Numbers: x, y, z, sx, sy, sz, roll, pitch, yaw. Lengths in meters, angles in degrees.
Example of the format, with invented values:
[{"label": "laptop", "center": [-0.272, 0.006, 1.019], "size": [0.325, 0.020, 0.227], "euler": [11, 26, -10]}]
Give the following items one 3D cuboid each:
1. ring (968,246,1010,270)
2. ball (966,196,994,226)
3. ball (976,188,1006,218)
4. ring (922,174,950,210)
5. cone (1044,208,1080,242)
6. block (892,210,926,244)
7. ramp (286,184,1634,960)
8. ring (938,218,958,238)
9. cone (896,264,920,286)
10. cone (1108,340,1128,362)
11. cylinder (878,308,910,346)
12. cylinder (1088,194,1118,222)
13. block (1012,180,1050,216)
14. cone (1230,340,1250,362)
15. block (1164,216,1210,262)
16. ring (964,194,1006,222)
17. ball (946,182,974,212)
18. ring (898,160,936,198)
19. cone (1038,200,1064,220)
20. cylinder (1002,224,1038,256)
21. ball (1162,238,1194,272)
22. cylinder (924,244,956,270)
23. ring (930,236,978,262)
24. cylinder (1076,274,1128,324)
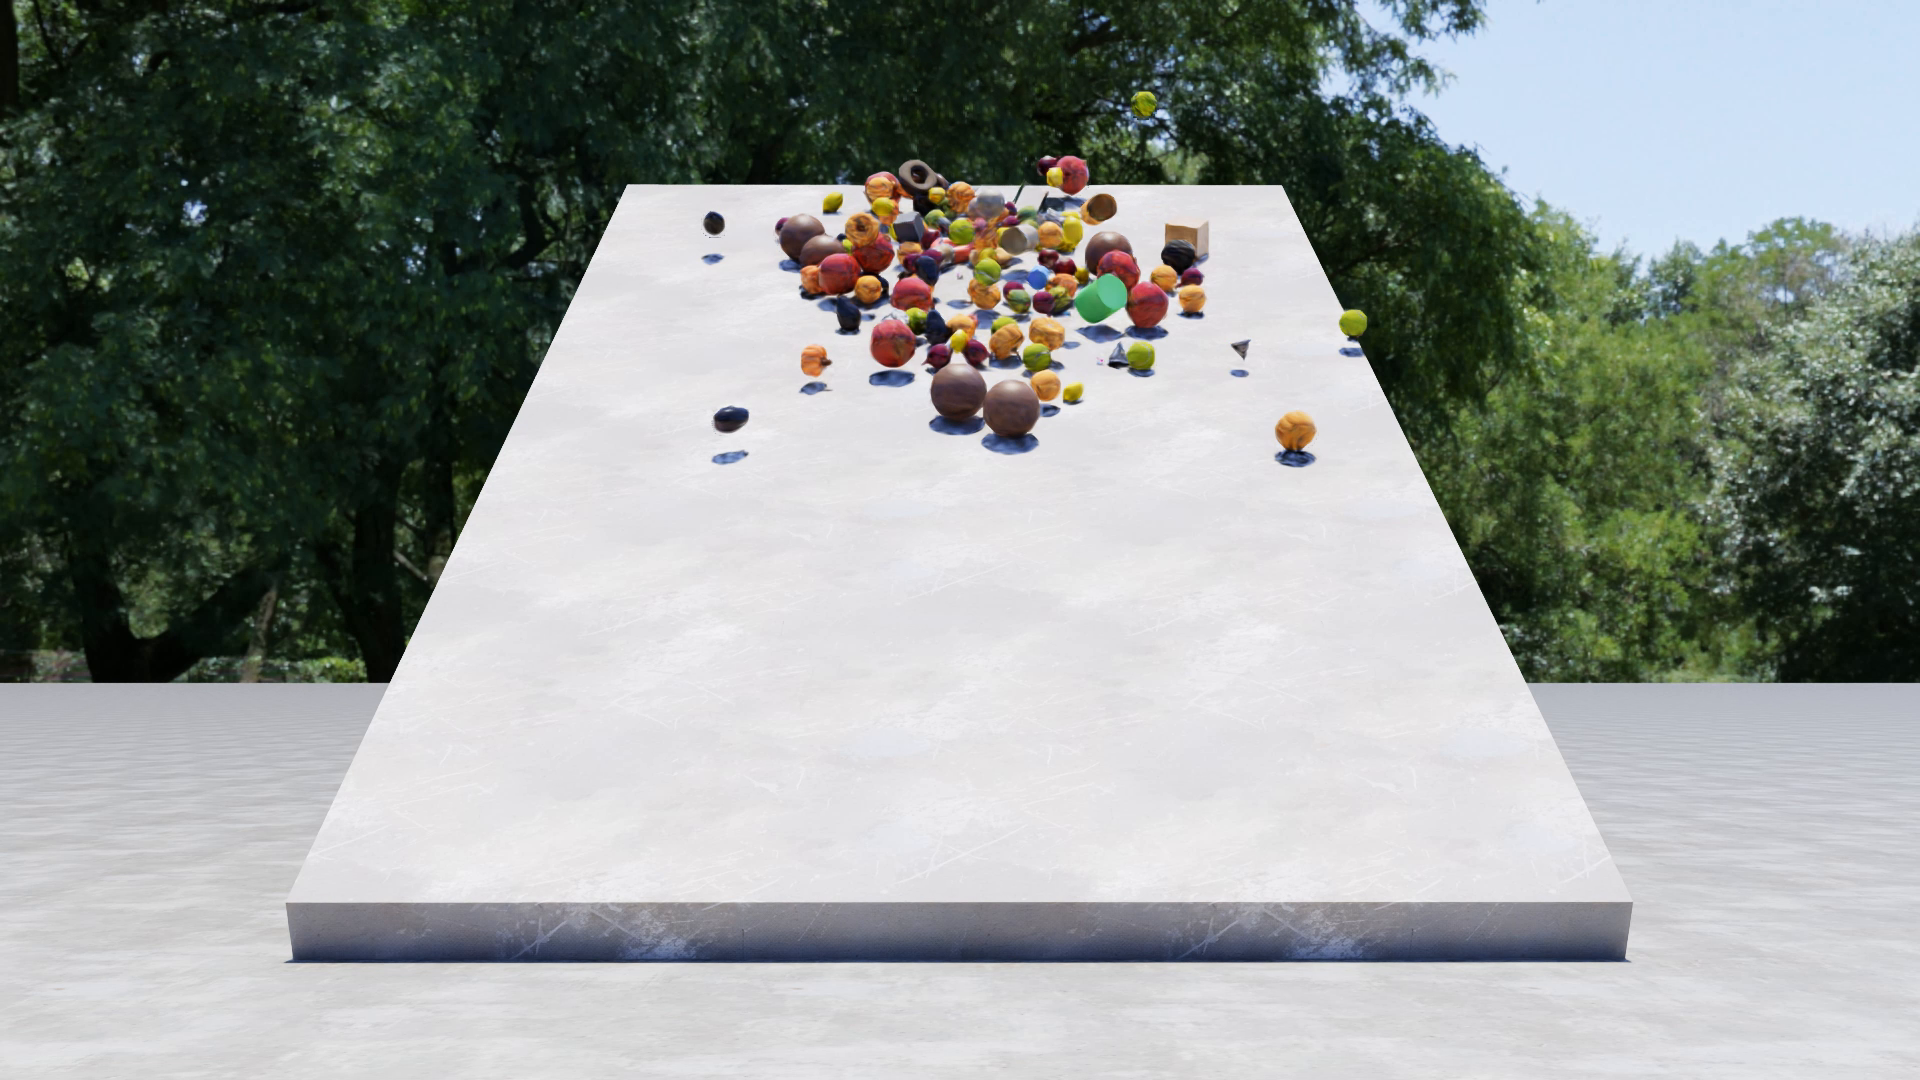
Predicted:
[{"label": "ring", "center": [0.081, -0.771, 6.352], "size": [0.117, 0.039, 0.117], "euler": [0, 27, 0]}, {"label": "ball", "center": [0.059, -0.907, 6.404], "size": [0.081, 0.081, 0.081], "euler": [0, -3, 0]}, {"label": "ball", "center": [0.083, -0.910, 6.284], "size": [0.082, 0.082, 0.082], "euler": [0, -3, 0]}, {"label": "ring", "center": [-0.073, -1.021, 6.821], "size": [0.036, 0.108, 0.108], "euler": [0, -2, -44]}, {"label": "cone", "center": [0.293, -0.879, 6.511], "size": [0.097, 0.097, 0.097], "euler": [7, -2, 11]}, {"label": "block", "center": [-0.139, -0.853, 6.349], "size": [0.062, 0.062, 0.062], "euler": [-7, 31, 21]}, {"label": "ramp", "center": [-0.008, -0.228, 5.298], "size": [2.000, 0.100, 4.000], "euler": [0, 24, 0]}, {"label": "ring", "center": [-0.035, -0.866, 6.487], "size": [0.026, 0.078, 0.078], "euler": [-35, 4, -11]}, {"label": "cone", "center": [-0.145, -0.702, 6.186], "size": [0.060, 0.060, 0.060], "euler": [-2, -4, 28]}, {"label": "cone", "center": [0.385, -0.458, 5.615], "size": [0.053, 0.053, 0.053], "euler": [6, 10, -1]}, {"label": "cylinder", "center": [-0.163, -0.524, 5.732], "size": [0.067, 0.067, 0.067], "euler": [1, -44, -17]}, {"label": "cylinder", "center": [0.370, -0.867, 6.057], "size": [0.070, 0.070, 0.070], "euler": [0, 7, -5]}, {"label": "block", "center": [0.205, -0.991, 6.740], "size": [0.073, 0.073, 0.073], "euler": [25, 8, -11]}, {"label": "cone", "center": [0.678, -0.451, 5.578], "size": [0.051, 0.051, 0.051], "euler": [-14, 6, 1]}, {"label": "block", "center": [0.627, -0.834, 6.428], "size": [0.095, 0.095, 0.095], "euler": [11, 26, 23]}, {"label": "ring", "center": [0.075, -0.967, 6.774], "size": [0.123, 0.041, 0.123], "euler": [-1, 40, 1]}, {"label": "ball", "center": [0.000, -1.009, 6.831], "size": [0.085, 0.085, 0.085], "euler": [0, -3, 0]}, {"label": "ring", "center": [-0.124, -1.049, 6.752], "size": [0.120, 0.120, 0.040], "euler": [2, -20, -27]}, {"label": "cone", "center": [0.268, -0.958, 6.780], "size": [0.072, 0.072, 0.072], "euler": [0, 16, 7]}, {"label": "cylinder", "center": [0.162, -0.811, 6.276], "size": [0.076, 0.076, 0.076], "euler": [-2, 13, 27]}, {"label": "ball", "center": [0.590, -0.769, 6.288], "size": [0.090, 0.090, 0.090], "euler": [0, -3, 0]}, {"label": "cylinder", "center": [-0.055, -0.769, 6.319], "size": [0.062, 0.062, 0.062], "euler": [-3, 16, 41]}, {"label": "ring", "center": [-0.018, -0.800, 6.410], "size": [0.135, 0.045, 0.135], "euler": [-2, 26, 1]}, {"label": "cylinder", "center": [0.355, -0.606, 5.843], "size": [0.095, 0.095, 0.095], "euler": [2, -18, -33]}]
